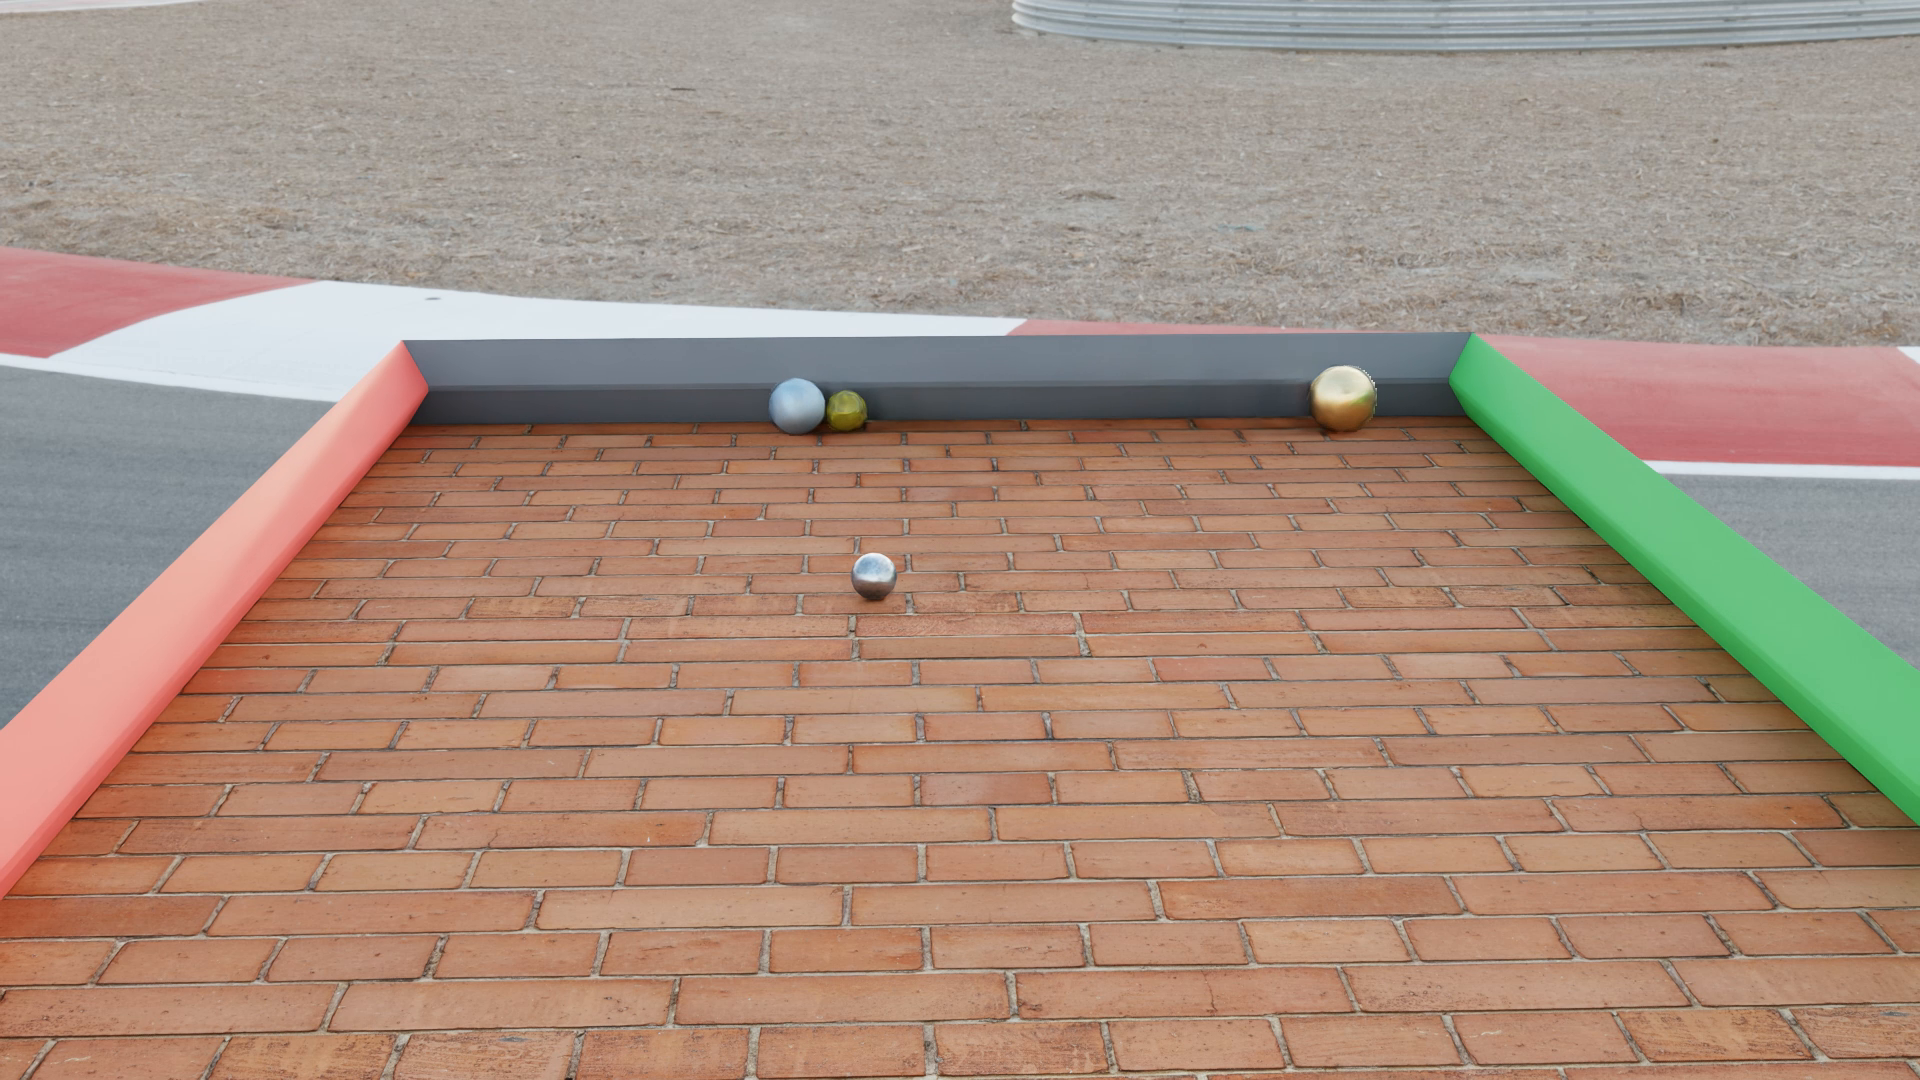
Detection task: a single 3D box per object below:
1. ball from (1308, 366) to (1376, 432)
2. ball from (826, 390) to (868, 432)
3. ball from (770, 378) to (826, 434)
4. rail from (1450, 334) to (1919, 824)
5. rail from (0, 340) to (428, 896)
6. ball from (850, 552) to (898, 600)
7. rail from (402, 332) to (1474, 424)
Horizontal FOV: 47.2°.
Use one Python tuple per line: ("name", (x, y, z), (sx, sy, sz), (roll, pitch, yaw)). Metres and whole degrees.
("ball", (0.569, -0.211, 3.280), (0.099, 0.099, 0.099), (0, 17, 0))
("ball", (-0.169, -0.192, 3.279), (0.063, 0.063, 0.063), (0, 17, 0))
("ball", (-0.241, -0.198, 3.264), (0.083, 0.083, 0.083), (0, 17, 0))
("rail", (0.815, 0.177, 1.935), (0.045, 0.128, 3.004), (-1, 17, -2))
("rail", (-0.760, 0.194, 1.879), (0.045, 0.128, 3.004), (-1, 17, -2))
("ball", (-0.099, 0.042, 2.519), (0.054, 0.054, 0.054), (0, 17, 0))
("rail", (-0.027, -0.240, 3.322), (1.624, 0.128, 0.045), (-1, 17, -2))
